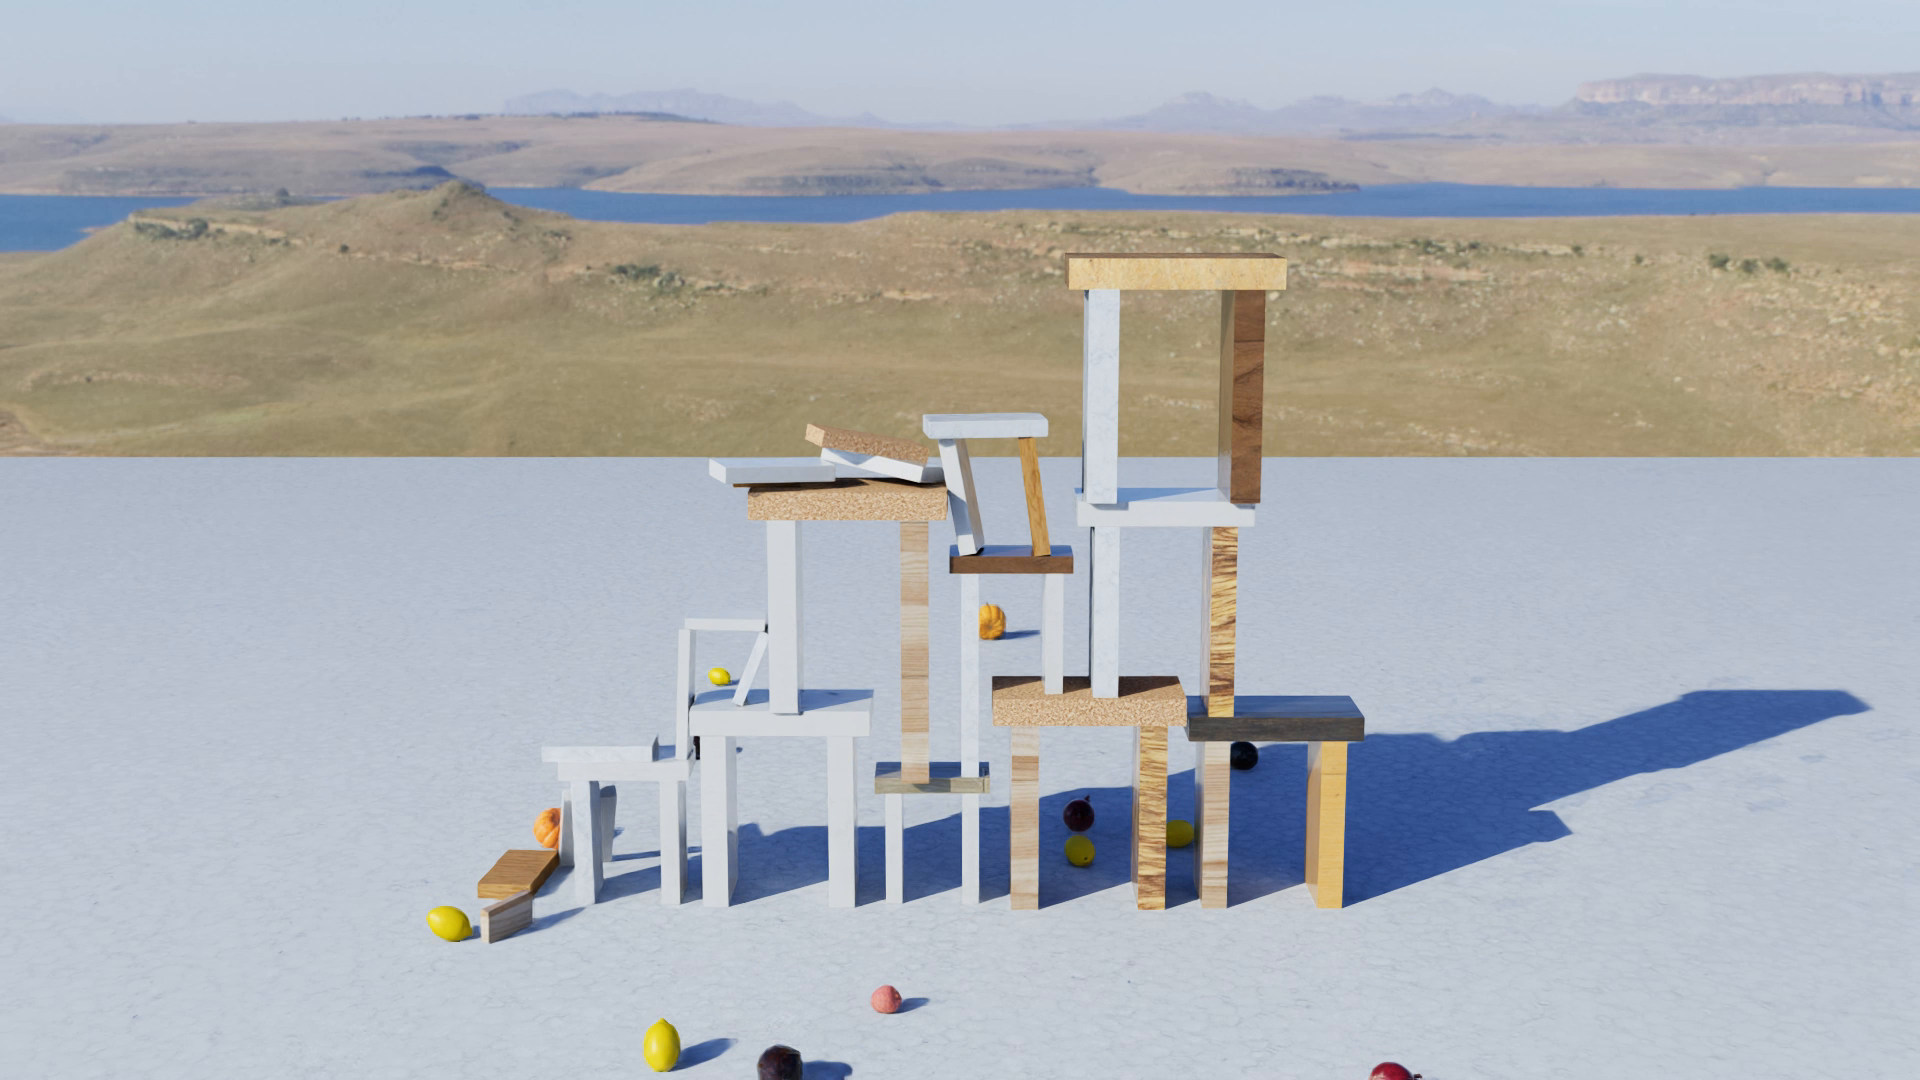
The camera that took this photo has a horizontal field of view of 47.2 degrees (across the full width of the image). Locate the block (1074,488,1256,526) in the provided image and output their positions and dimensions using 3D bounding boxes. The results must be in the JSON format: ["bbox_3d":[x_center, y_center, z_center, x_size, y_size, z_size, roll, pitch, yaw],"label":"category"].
[{"bbox_3d":[0.327,-0.054,3.552,0.280,0.040,0.140,0,11,0],"label":"block"}]

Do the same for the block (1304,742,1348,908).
[{"bbox_3d":[0.605,0.451,3.642,0.040,0.283,0.141,0,11,0],"label":"block"}]

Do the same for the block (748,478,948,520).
[{"bbox_3d":[-0.178,-0.067,3.547,0.314,0.044,0.157,0,11,0],"label":"block"}]

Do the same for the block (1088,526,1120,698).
[{"bbox_3d":[0.235,0.103,3.582,0.040,0.280,0.140,0,11,0],"label":"block"}]

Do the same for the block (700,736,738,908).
[{"bbox_3d":[-0.399,0.446,3.650,0.041,0.291,0.145,0,11,1],"label":"block"}]

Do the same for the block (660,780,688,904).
[{"bbox_3d":[-0.475,0.486,3.649,0.030,0.212,0.106,0,11,0],"label":"block"}]

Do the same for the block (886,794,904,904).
[{"bbox_3d":[-0.108,0.498,3.650,0.027,0.188,0.094,0,11,0],"label":"block"}]

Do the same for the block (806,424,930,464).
[{"bbox_3d":[-0.150,-0.156,3.554,0.181,0.026,0.090,8,8,-22],"label":"block"}]

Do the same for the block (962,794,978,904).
[{"bbox_3d":[0.017,0.498,3.650,0.027,0.188,0.094,0,11,0],"label":"block"}]

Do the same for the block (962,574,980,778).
[{"bbox_3d":[0.017,0.211,3.605,0.028,0.339,0.099,0,11,0],"label":"block"}]

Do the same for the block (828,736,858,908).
[{"bbox_3d":[-0.193,0.446,3.646,0.041,0.291,0.145,0,11,0],"label":"block"}]

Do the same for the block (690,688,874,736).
[{"bbox_3d":[-0.290,0.283,3.616,0.291,0.041,0.145,0,11,1],"label":"block"}]

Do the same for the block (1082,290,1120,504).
[{"bbox_3d":[0.224,-0.238,3.514,0.048,0.336,0.168,0,10,1],"label":"block"}]

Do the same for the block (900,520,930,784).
[{"bbox_3d":[-0.073,0.167,3.590,0.044,0.431,0.157,0,11,-1],"label":"block"}]

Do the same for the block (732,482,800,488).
[{"bbox_3d":[-0.311,-0.097,3.543,0.107,0.015,0.054,0,11,-2],"label":"block"}]

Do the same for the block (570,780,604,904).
[{"bbox_3d":[-0.618,0.486,3.648,0.030,0.212,0.106,-1,11,-1],"label":"block"}]

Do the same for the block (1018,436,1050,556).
[{"bbox_3d":[0.119,-0.077,3.548,0.027,0.190,0.095,-8,10,2],"label":"block"}]

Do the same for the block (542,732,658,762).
[{"bbox_3d":[-0.591,0.340,3.619,0.178,0.025,0.089,0,11,-1],"label":"block"}]

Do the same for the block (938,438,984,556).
[{"bbox_3d":[0.003,-0.077,3.553,0.027,0.190,0.095,-9,9,11],"label":"block"}]

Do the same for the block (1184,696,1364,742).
[{"bbox_3d":[0.510,0.293,3.613,0.283,0.040,0.141,0,11,0],"label":"block"}]

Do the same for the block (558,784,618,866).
[{"bbox_3d":[-0.638,0.490,3.765,0.089,0.178,0.025,-3,45,-17],"label":"block"}]

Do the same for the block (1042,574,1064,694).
[{"bbox_3d":[0.151,0.143,3.592,0.028,0.199,0.099,0,11,-1],"label":"block"}]

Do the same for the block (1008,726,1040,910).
[{"bbox_3d":[0.105,0.438,3.640,0.044,0.311,0.155,0,11,0],"label":"block"}]

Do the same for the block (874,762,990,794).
[{"bbox_3d":[-0.045,0.392,3.631,0.188,0.027,0.094,0,11,0],"label":"block"}]

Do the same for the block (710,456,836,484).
[{"bbox_3d":[-0.299,-0.111,3.500,0.181,0.026,0.090,-2,11,-22],"label":"block"}]

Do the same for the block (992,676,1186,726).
[{"bbox_3d":[0.209,0.263,3.607,0.310,0.044,0.155,0,11,0],"label":"block"}]

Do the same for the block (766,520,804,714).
[{"bbox_3d":[-0.283,0.109,3.580,0.044,0.314,0.157,0,11,0],"label":"block"}]

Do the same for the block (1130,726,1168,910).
[{"bbox_3d":[0.312,0.438,3.640,0.044,0.311,0.155,0,11,0],"label":"block"}]

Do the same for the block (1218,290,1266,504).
[{"bbox_3d":[0.449,-0.238,3.516,0.048,0.336,0.168,0,11,0],"label":"block"}]

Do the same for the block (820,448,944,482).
[{"bbox_3d":[-0.124,-0.125,3.562,0.181,0.026,0.090,14,8,23],"label":"block"}]

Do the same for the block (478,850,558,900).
[{"bbox_3d":[-0.748,0.566,3.727,0.089,0.025,0.178,1,11,5],"label":"block"}]

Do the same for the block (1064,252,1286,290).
[{"bbox_3d":[0.337,-0.426,3.481,0.336,0.048,0.168,0,11,0],"label":"block"}]

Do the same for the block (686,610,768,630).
[{"bbox_3d":[-0.380,0.131,3.581,0.128,0.018,0.064,1,11,-1],"label":"block"}]

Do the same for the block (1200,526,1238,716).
[{"bbox_3d":[0.421,0.119,3.585,0.040,0.312,0.140,0,11,0],"label":"block"}]

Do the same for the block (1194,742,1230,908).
[{"bbox_3d":[0.416,0.451,3.642,0.040,0.283,0.141,0,11,0],"label":"block"}]

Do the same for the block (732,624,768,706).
[{"bbox_3d":[-0.338,0.203,3.593,0.018,0.128,0.064,22,10,-4],"label":"block"}]

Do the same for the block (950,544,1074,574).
[{"bbox_3d":[0.083,0.031,3.570,0.199,0.028,0.099,0,11,0],"label":"block"}]

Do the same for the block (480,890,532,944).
[{"bbox_3d":[-0.718,0.597,3.485,0.015,0.054,0.107,5,12,27],"label":"block"}]

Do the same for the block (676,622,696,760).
[{"bbox_3d":[-0.448,0.246,3.599,0.018,0.218,0.064,3,11,2],"label":"block"}]

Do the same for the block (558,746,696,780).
[{"bbox_3d":[-0.548,0.367,3.627,0.211,0.030,0.106,0,11,-1],"label":"block"}]

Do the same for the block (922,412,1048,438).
[{"bbox_3d":[0.040,-0.184,3.527,0.190,0.027,0.095,-1,11,-7],"label":"block"}]
